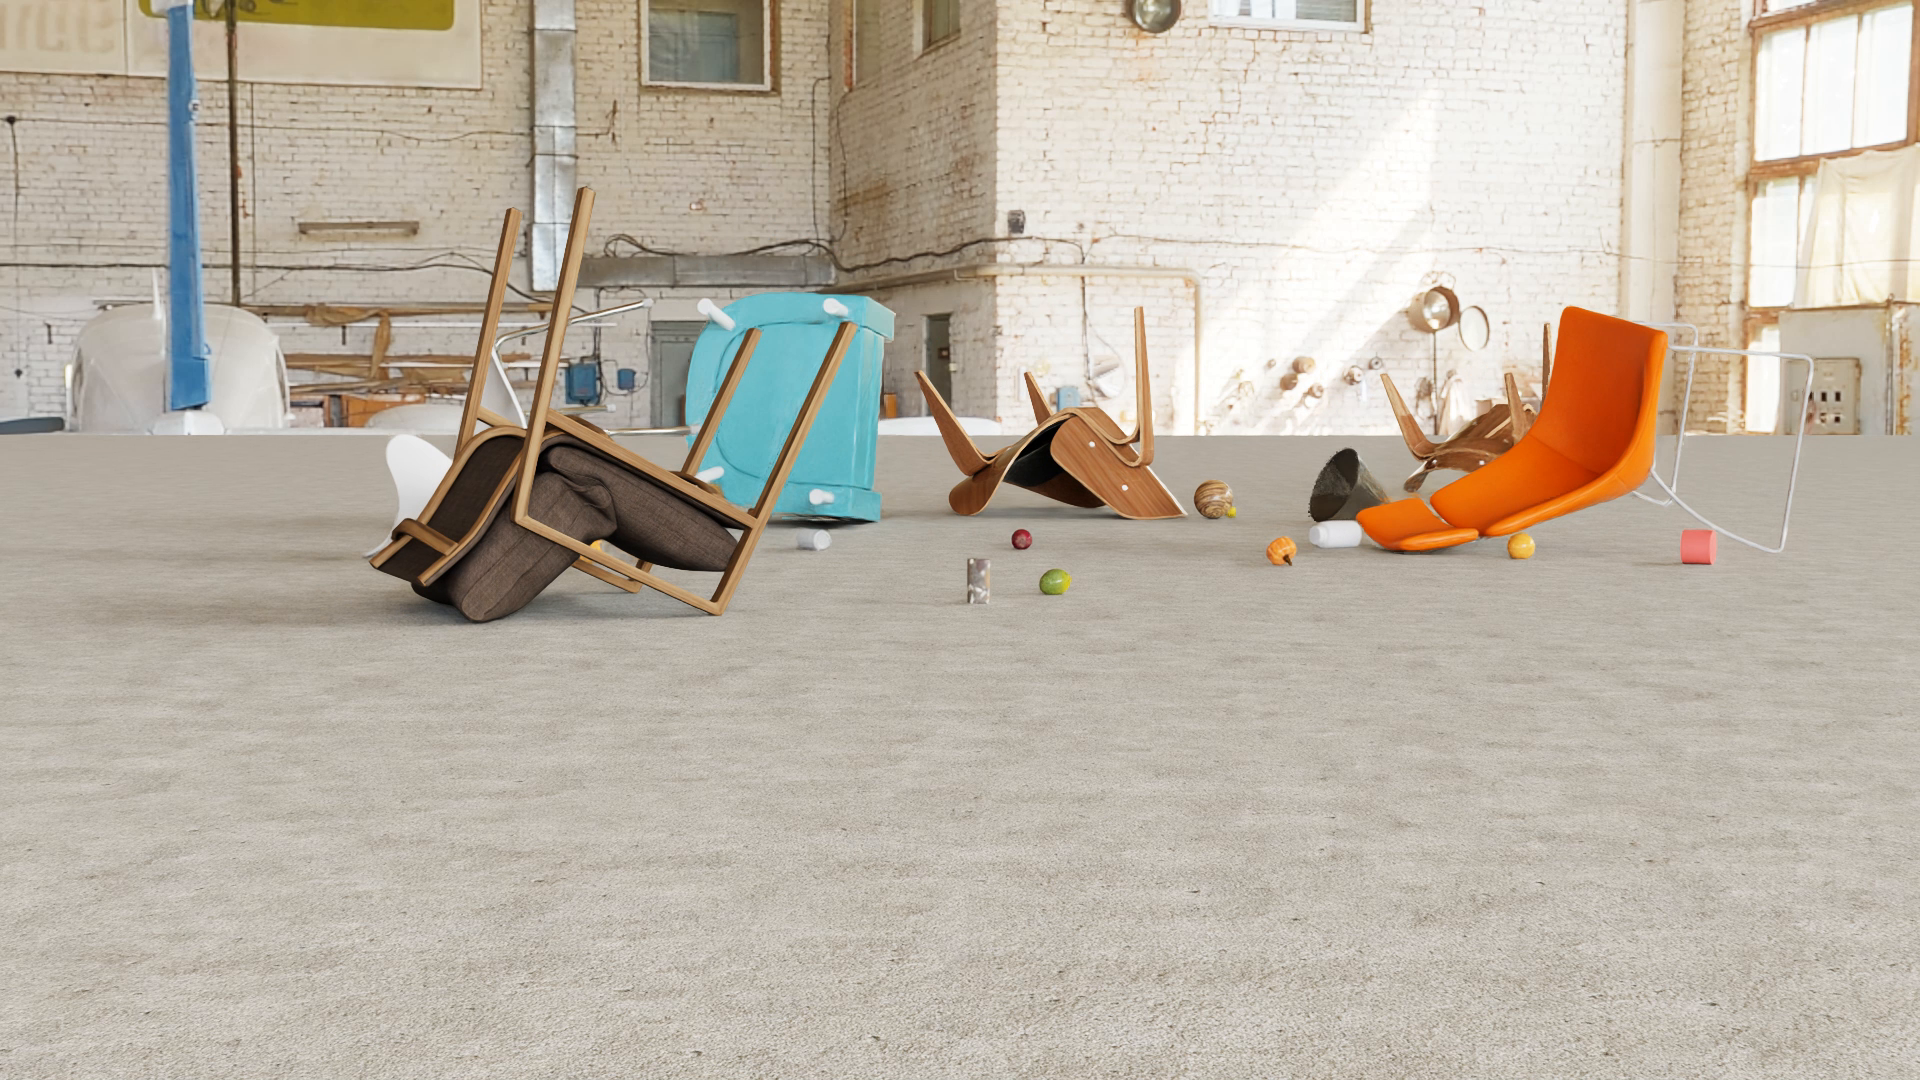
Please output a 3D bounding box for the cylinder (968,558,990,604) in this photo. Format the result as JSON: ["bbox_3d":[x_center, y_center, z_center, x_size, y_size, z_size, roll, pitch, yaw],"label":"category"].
[{"bbox_3d":[0.040,0.086,4.617,0.034,0.092,0.060,-4,6,-45],"label":"cylinder"}]

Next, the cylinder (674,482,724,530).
[{"bbox_3d":[-0.837,-0.109,7.045,0.134,0.149,0.125,1,-11,7],"label":"cylinder"}]

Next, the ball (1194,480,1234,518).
[{"bbox_3d":[0.878,-0.142,7.612,0.137,0.137,0.137,0,4,0],"label":"ball"}]

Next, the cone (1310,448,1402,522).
[{"bbox_3d":[1.391,-0.126,7.474,0.297,0.273,0.271,25,-31,-19],"label":"cone"}]

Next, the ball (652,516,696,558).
[{"bbox_3d":[-0.760,-0.009,5.837,0.114,0.114,0.114,0,4,0],"label":"ball"}]
